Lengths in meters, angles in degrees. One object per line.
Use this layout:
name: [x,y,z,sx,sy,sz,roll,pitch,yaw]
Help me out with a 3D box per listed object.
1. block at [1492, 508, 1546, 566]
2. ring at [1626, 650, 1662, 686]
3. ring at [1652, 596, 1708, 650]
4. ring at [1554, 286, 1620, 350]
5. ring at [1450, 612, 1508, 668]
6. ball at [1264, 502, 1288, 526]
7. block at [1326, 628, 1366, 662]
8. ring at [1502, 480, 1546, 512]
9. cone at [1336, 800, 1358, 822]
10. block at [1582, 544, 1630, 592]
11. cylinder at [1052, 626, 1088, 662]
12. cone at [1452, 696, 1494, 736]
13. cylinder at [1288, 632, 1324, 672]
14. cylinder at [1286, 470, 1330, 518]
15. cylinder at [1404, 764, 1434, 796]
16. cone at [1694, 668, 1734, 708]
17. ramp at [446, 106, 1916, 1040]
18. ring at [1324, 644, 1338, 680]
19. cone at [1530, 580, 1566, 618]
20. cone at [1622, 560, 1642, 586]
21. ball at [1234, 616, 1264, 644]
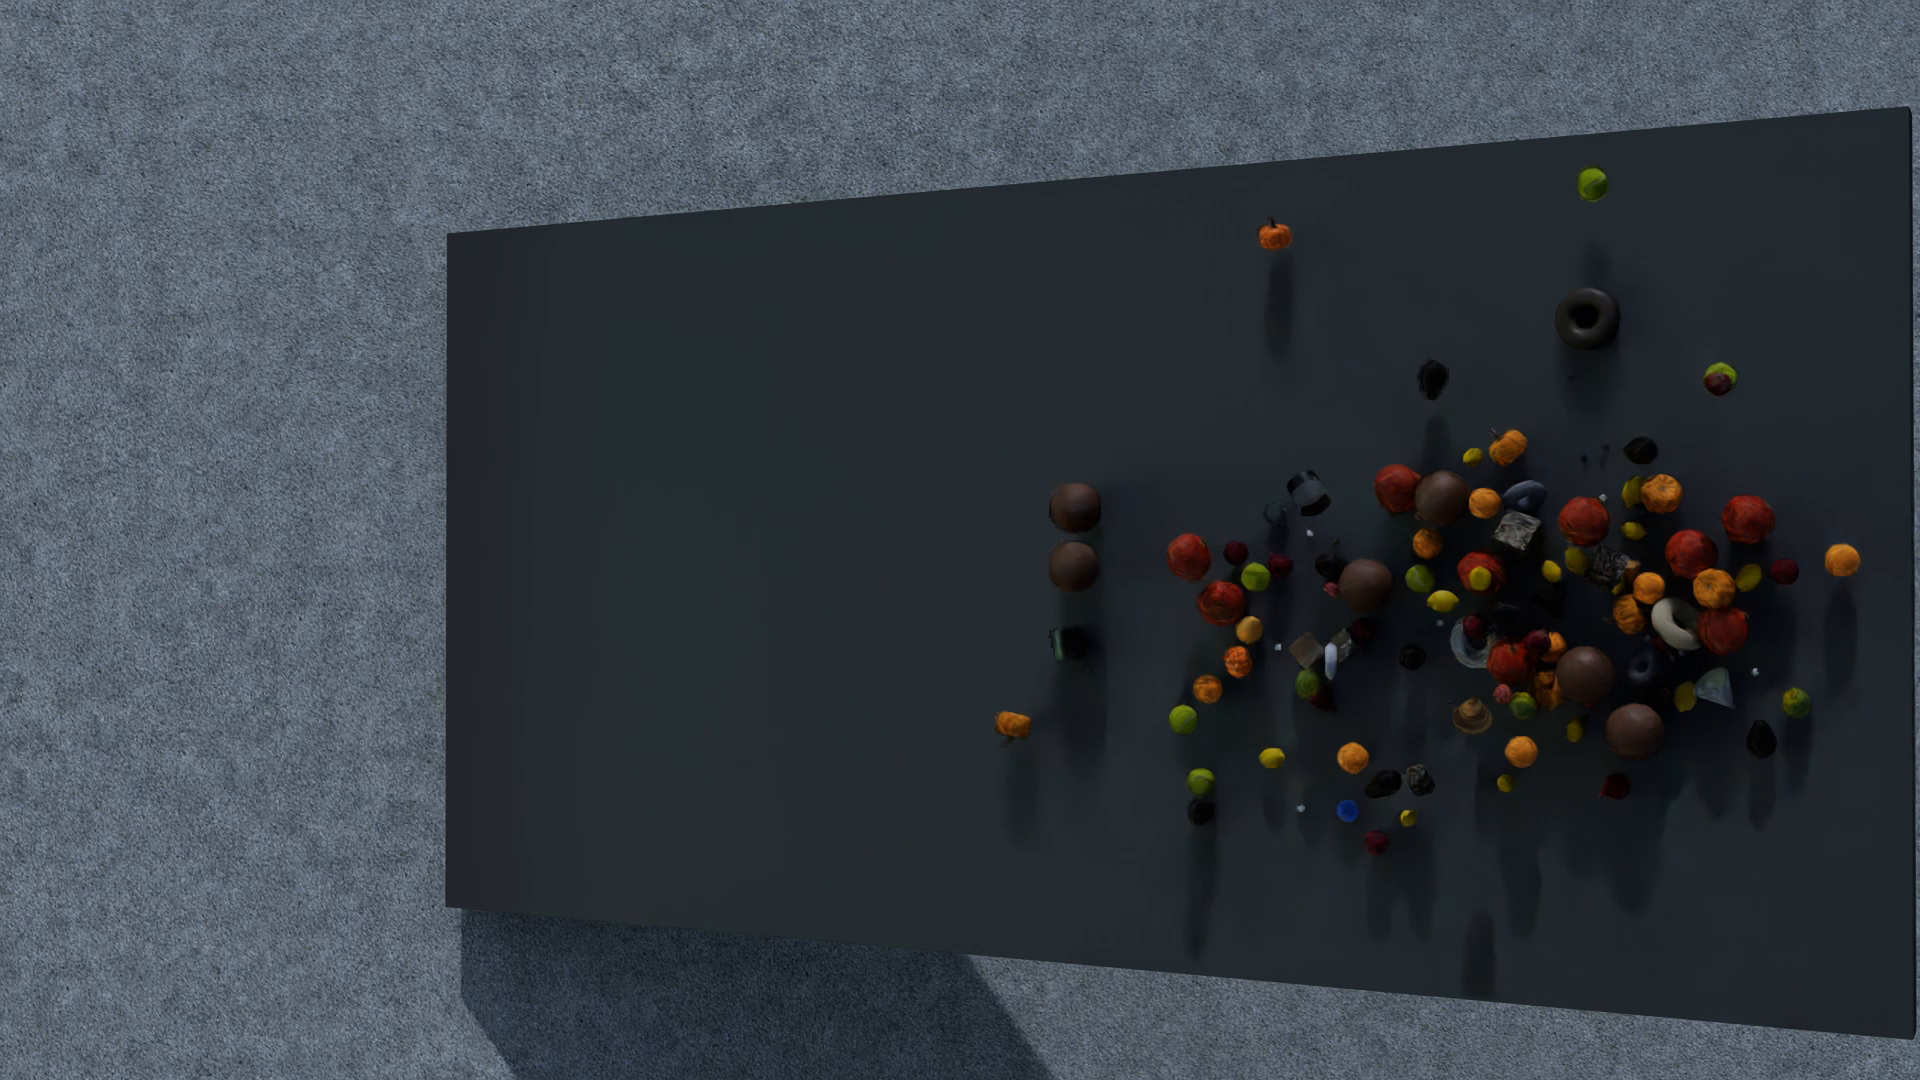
block: [1.280,-0.008,5.031,0.082,0.082,0.082,26,77,32]
ring: [1.532,0.286,4.926,0.030,0.089,0.089,31,89,-30]
ring: [1.593,0.185,4.870,0.136,0.045,0.136,13,51,-16]
ring: [1.425,-0.503,4.997,0.148,0.049,0.148,-5,80,30]
ring: [1.204,0.234,5.107,0.131,0.044,0.131,-2,86,23]
ball: [0.765,-0.064,5.329,0.056,0.056,0.056,0,89,0]
block: [0.919,0.250,5.245,0.058,0.058,0.058,-40,72,21]
ring: [1.292,-0.098,5.036,0.103,0.103,0.034,-11,57,0]
cone: [0.916,0.649,5.245,0.054,0.054,0.054,0,89,27]
block: [1.439,0.063,4.899,0.068,0.068,0.068,25,66,7]
cylinder: [0.277,0.264,5.560,0.077,0.077,0.077,-11,82,0]
cone: [1.147,0.373,4.912,0.090,0.090,0.090,-5,50,6]
cylinder: [0.837,0.269,5.282,0.068,0.068,0.068,-39,72,0]
cylinder: [0.812,-0.107,5.120,0.077,0.077,0.077,-23,54,0]
cylinder: [1.065,0.558,5.104,0.054,0.054,0.054,-37,120,0]
cone: [1.686,0.344,4.858,0.090,0.090,0.090,-45,105,0]
ramp: [0.279,0.079,5.663,4.000,0.100,2.000,0,89,27]
ring: [0.875,0.286,5.184,0.029,0.086,0.086,-2,89,12]
cone: [1.365,0.121,5.031,0.083,0.083,0.083,38,78,0]
cone: [1.510,0.080,4.961,0.056,0.056,0.056,-12,109,0]
ball: [0.703,0.218,5.350,0.070,0.070,0.070,0,89,0]
